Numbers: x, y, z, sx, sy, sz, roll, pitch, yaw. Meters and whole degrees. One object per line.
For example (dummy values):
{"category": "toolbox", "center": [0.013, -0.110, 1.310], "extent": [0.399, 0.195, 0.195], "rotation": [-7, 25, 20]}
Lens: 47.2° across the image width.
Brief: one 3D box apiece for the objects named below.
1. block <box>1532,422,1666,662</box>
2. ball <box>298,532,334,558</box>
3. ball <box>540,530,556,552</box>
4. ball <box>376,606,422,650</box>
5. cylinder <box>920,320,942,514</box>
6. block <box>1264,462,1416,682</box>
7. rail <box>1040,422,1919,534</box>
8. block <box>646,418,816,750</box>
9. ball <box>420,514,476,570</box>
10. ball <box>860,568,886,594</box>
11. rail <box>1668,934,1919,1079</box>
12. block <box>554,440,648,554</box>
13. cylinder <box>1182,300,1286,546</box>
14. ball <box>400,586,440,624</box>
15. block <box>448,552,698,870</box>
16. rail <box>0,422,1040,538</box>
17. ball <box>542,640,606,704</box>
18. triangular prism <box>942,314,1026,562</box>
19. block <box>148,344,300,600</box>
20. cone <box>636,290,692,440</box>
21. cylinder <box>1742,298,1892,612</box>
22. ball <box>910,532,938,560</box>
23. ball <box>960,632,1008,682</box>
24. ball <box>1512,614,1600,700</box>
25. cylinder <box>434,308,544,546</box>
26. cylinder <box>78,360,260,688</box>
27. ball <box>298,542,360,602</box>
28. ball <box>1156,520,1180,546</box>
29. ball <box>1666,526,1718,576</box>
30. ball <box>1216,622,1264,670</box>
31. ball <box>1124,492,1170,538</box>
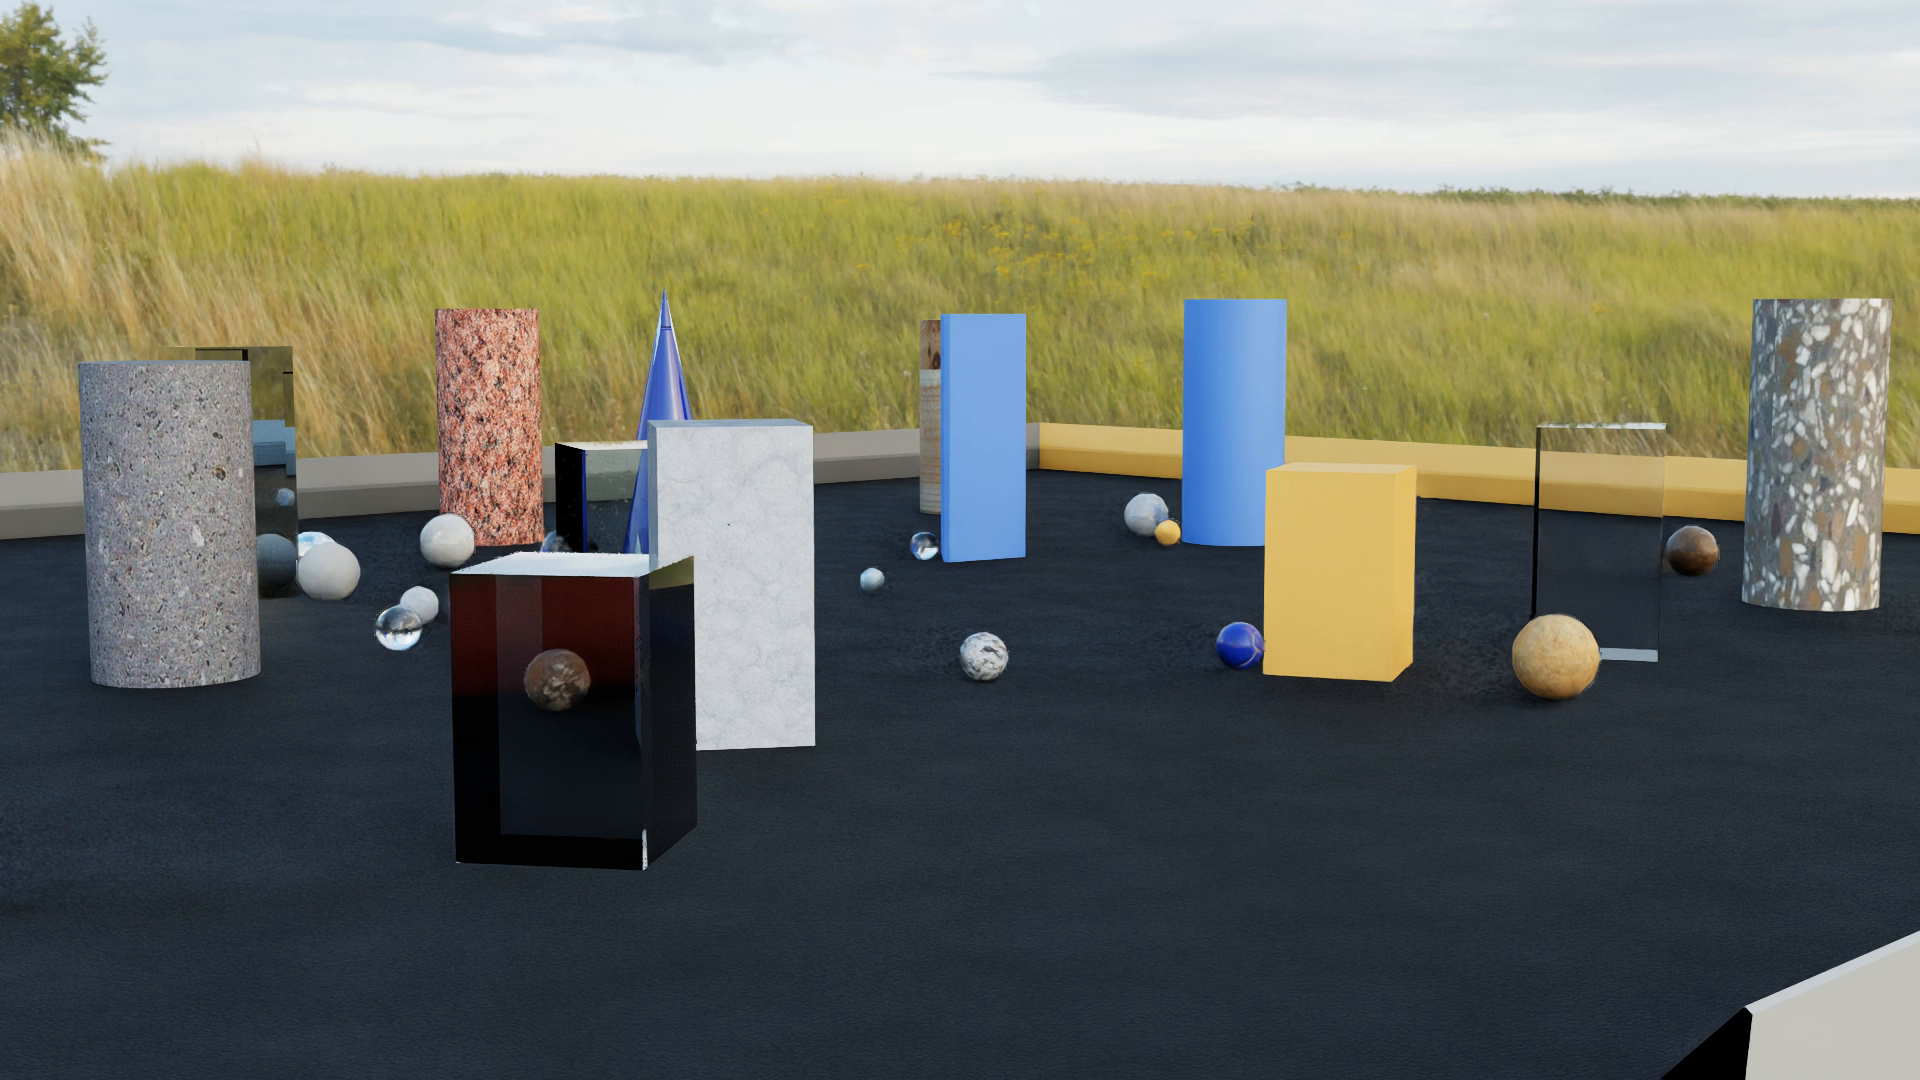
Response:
{"category": "block", "center": [0.836, -0.003, 2.876], "extent": [0.157, 0.295, 0.157], "rotation": [2, 6, 18]}
{"category": "ball", "center": [-1.050, 0.030, 3.565], "extent": [0.088, 0.088, 0.088], "rotation": [0, 6, 0]}
{"category": "ball", "center": [-0.659, 0.020, 3.679], "extent": [0.084, 0.084, 0.084], "rotation": [0, 6, 0]}
{"category": "ball", "center": [-0.735, 0.116, 2.880], "extent": [0.059, 0.059, 0.059], "rotation": [0, 6, 0]}
{"category": "cylinder", "center": [0.008, -0.274, 4.859], "extent": [0.196, 0.423, 0.196], "rotation": [0, 6, 0]}
{"category": "block", "center": [0.473, 0.035, 2.730], "extent": [0.157, 0.251, 0.157], "rotation": [2, 6, 20]}
{"category": "rail", "center": [1.538, -0.115, 4.743], "extent": [0.045, 0.127, 3.926], "rotation": [-5, 8, -42]}
{"category": "block", "center": [-0.241, 0.042, 2.299], "extent": [0.157, 0.327, 0.157], "rotation": [-1, 6, -11]}
{"category": "ball", "center": [-0.883, 0.003, 3.789], "extent": [0.094, 0.094, 0.094], "rotation": [0, 6, 0]}
{"category": "ball", "center": [-0.138, 0.065, 3.457], "extent": [0.040, 0.040, 0.040], "rotation": [0, 6, 0]}
{"category": "rail", "center": [1.315, 0.181, 1.914], "extent": [4.233, 0.127, 0.045], "rotation": [-5, 8, -42]}
{"category": "block", "center": [-0.387, 0.028, 2.631], "extent": [0.157, 0.285, 0.157], "rotation": [-3, 6, -23]}
{"category": "cylinder", "center": [0.527, -0.230, 4.234], "extent": [0.196, 0.464, 0.196], "rotation": [0, 6, 0]}
{"category": "ball", "center": [-0.766, 0.093, 3.115], "extent": [0.055, 0.055, 0.055], "rotation": [0, 6, 0]}
{"category": "block", "center": [-0.318, 0.137, 1.830], "extent": [0.157, 0.236, 0.157], "rotation": [1, 6, 9]}
{"category": "rail", "center": [-1.315, -0.115, 4.749], "extent": [4.233, 0.127, 0.045], "rotation": [-5, 8, -42]}
{"category": "ball", "center": [-0.438, 0.150, 2.497], "extent": [0.071, 0.071, 0.071], "rotation": [0, 6, 0]}
{"category": "triangular prism", "center": [0.008, -0.189, 3.978], "extent": [0.170, 0.437, 0.147], "rotation": [-4, 7, -33]}
{"category": "block", "center": [-1.140, -0.105, 3.409], "extent": [0.157, 0.389, 0.157], "rotation": [-6, 8, -44]}
{"category": "cone", "center": [-0.513, -0.199, 3.841], "extent": [0.196, 0.486, 0.196], "rotation": [0, 6, 0]}
{"category": "cylinder", "center": [1.298, -0.134, 3.336], "extent": [0.196, 0.461, 0.196], "rotation": [0, 6, 0]}
{"category": "ball", "center": [-0.064, 0.010, 3.928], "extent": [0.051, 0.051, 0.051], "rotation": [0, 6, 0]}
{"category": "ball", "center": [0.028, 0.140, 2.647], "extent": [0.059, 0.059, 0.059], "rotation": [0, 6, 0]}
{"category": "ball", "center": [0.682, 0.134, 2.520], "extent": [0.098, 0.098, 0.098], "rotation": [0, 6, 0]}
{"category": "cylinder", "center": [-0.906, -0.221, 4.235], "extent": [0.196, 0.447, 0.196], "rotation": [0, 6, 0]}
{"category": "cylinder", "center": [-0.959, -0.025, 2.675], "extent": [0.196, 0.382, 0.196], "rotation": [0, 6, 0]}
{"category": "ball", "center": [-0.963, 0.050, 3.355], "extent": [0.092, 0.092, 0.092], "rotation": [0, 6, 0]}
{"category": "ball", "center": [0.394, -0.013, 4.166], "extent": [0.048, 0.048, 0.048], "rotation": [0, 6, 0]}
{"category": "ball", "center": [1.227, 0.018, 3.688], "extent": [0.084, 0.084, 0.084], "rotation": [0, 6, 0]}
{"category": "ball", "center": [0.342, 0.129, 2.691], "extent": [0.058, 0.058, 0.058], "rotation": [0, 6, 0]}
{"category": "ball", "center": [0.367, -0.049, 4.320], "extent": [0.087, 0.087, 0.087], "rotation": [0, 6, 0]}
